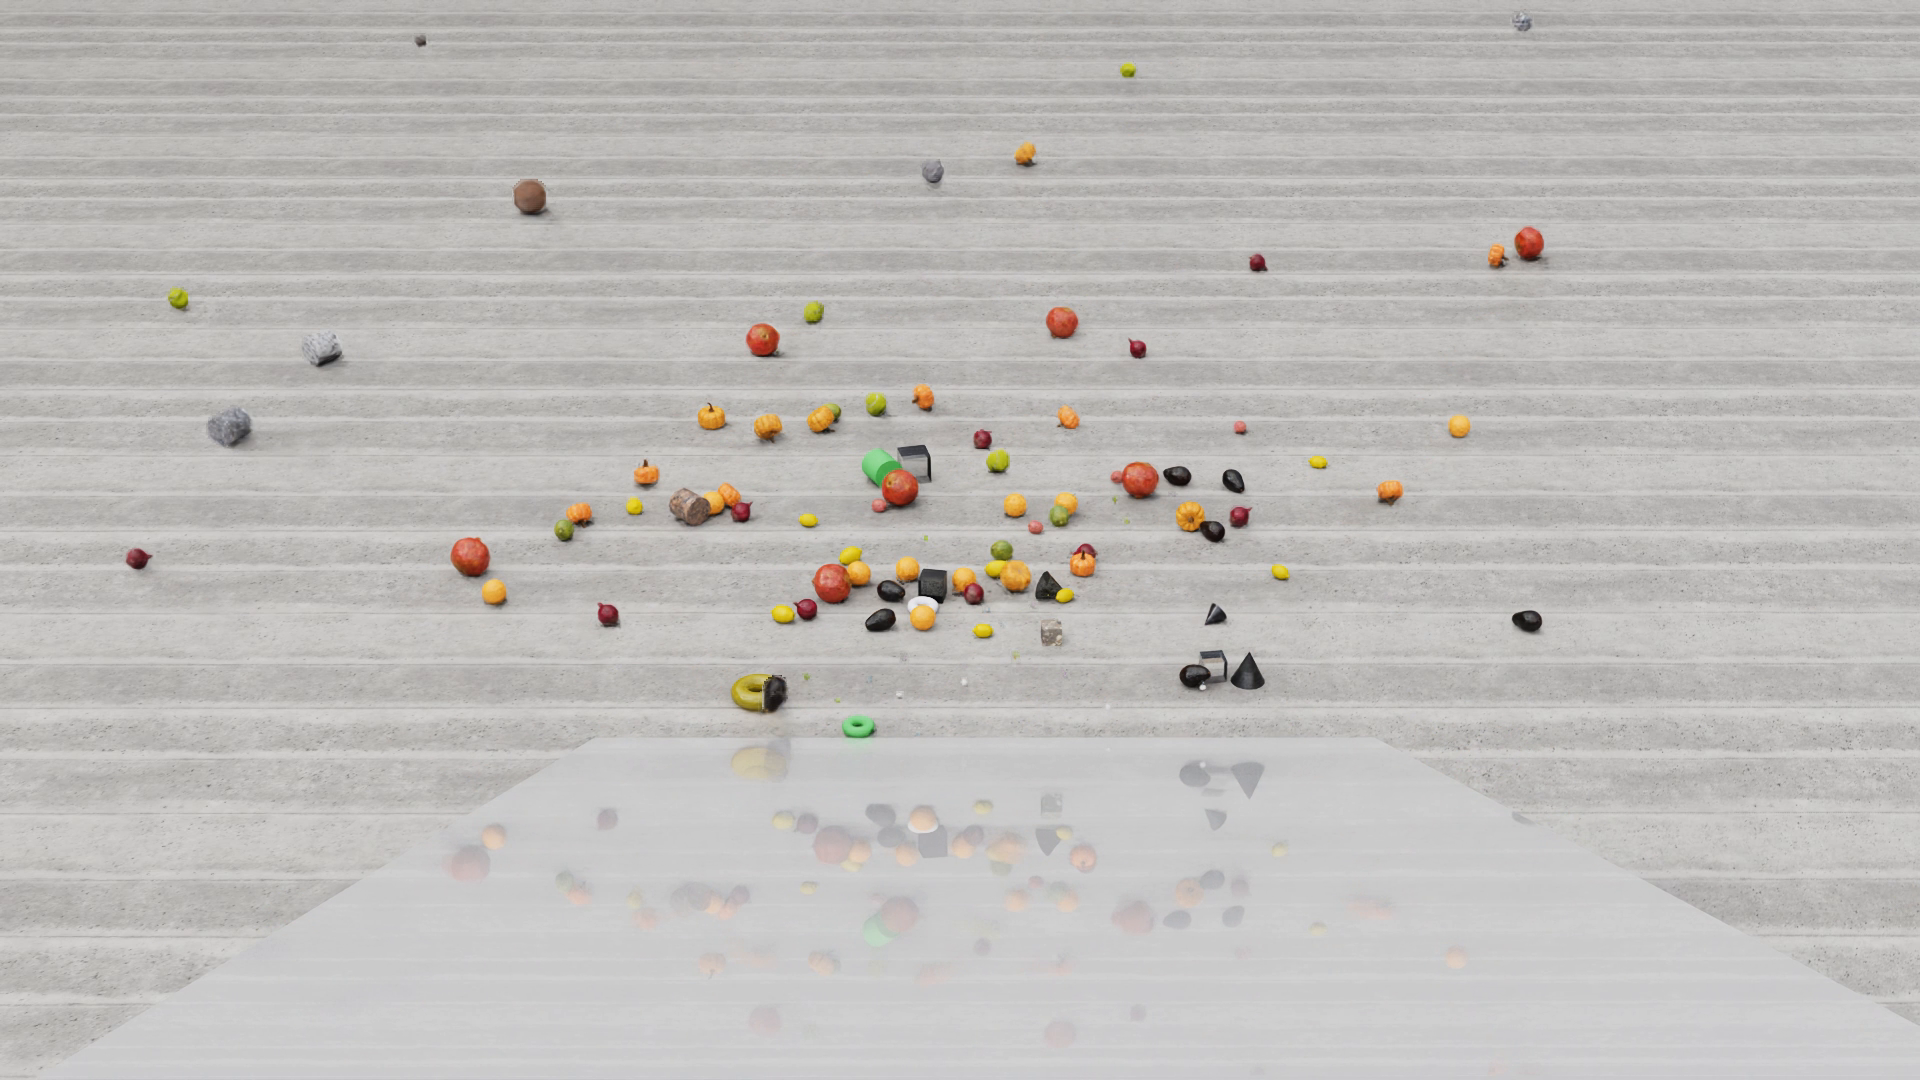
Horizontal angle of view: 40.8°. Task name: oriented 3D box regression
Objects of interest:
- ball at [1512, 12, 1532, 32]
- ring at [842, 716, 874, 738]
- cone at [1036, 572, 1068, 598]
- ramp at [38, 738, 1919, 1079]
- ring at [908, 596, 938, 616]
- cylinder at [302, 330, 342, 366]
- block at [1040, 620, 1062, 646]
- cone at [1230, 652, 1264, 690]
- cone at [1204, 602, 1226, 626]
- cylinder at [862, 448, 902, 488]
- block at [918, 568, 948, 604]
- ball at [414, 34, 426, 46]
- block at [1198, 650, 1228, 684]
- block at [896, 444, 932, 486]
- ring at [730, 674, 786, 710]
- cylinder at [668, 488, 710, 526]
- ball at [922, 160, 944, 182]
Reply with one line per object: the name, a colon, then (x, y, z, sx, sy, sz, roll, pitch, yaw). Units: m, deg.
ball: (2.640, -2.432, 12.128, 0.090, 0.090, 0.090, 0, 28, 0)
ring: (-0.268, 0.491, 6.803, 0.087, 0.029, 0.087, -1, 29, 1)
cone: (0.274, 0.144, 7.431, 0.085, 0.085, 0.085, 21, 24, -17)
ramp: (0.064, 0.575, 4.618, 2.000, 0.100, 4.000, 0, 1, 0)
ring: (-0.106, 0.190, 7.356, 0.089, 0.030, 0.089, 1, 28, -1)
cylinder: (-2.183, -0.657, 8.849, 0.094, 0.094, 0.094, 24, 37, 37)
block: (0.255, 0.258, 7.203, 0.054, 0.054, 0.054, -1, 29, -3)
cone: (0.783, 0.342, 7.009, 0.094, 0.094, 0.094, 0, 28, 0)
cone: (0.711, 0.221, 7.300, 0.061, 0.061, 0.061, -42, 43, -15)
cylinder: (-0.242, -0.222, 8.047, 0.095, 0.095, 0.095, -15, 32, -25)
block: (-0.078, 0.132, 7.418, 0.071, 0.071, 0.071, 5, 29, 9)
ball: (-2.491, -2.307, 11.933, 0.054, 0.054, 0.054, 0, 28, 0)
block: (0.688, 0.345, 7.033, 0.064, 0.064, 0.064, -4, 29, -7)
block: (-0.143, -0.234, 8.075, 0.090, 0.090, 0.090, -6, 29, -11)
ring: (-0.541, 0.408, 6.933, 0.148, 0.049, 0.148, 1, 27, 0)
cylinder: (-0.818, -0.101, 7.828, 0.090, 0.090, 0.090, -24, 37, -37)
ball: (-0.108, -1.478, 10.371, 0.087, 0.087, 0.087, 0, 28, 0)
